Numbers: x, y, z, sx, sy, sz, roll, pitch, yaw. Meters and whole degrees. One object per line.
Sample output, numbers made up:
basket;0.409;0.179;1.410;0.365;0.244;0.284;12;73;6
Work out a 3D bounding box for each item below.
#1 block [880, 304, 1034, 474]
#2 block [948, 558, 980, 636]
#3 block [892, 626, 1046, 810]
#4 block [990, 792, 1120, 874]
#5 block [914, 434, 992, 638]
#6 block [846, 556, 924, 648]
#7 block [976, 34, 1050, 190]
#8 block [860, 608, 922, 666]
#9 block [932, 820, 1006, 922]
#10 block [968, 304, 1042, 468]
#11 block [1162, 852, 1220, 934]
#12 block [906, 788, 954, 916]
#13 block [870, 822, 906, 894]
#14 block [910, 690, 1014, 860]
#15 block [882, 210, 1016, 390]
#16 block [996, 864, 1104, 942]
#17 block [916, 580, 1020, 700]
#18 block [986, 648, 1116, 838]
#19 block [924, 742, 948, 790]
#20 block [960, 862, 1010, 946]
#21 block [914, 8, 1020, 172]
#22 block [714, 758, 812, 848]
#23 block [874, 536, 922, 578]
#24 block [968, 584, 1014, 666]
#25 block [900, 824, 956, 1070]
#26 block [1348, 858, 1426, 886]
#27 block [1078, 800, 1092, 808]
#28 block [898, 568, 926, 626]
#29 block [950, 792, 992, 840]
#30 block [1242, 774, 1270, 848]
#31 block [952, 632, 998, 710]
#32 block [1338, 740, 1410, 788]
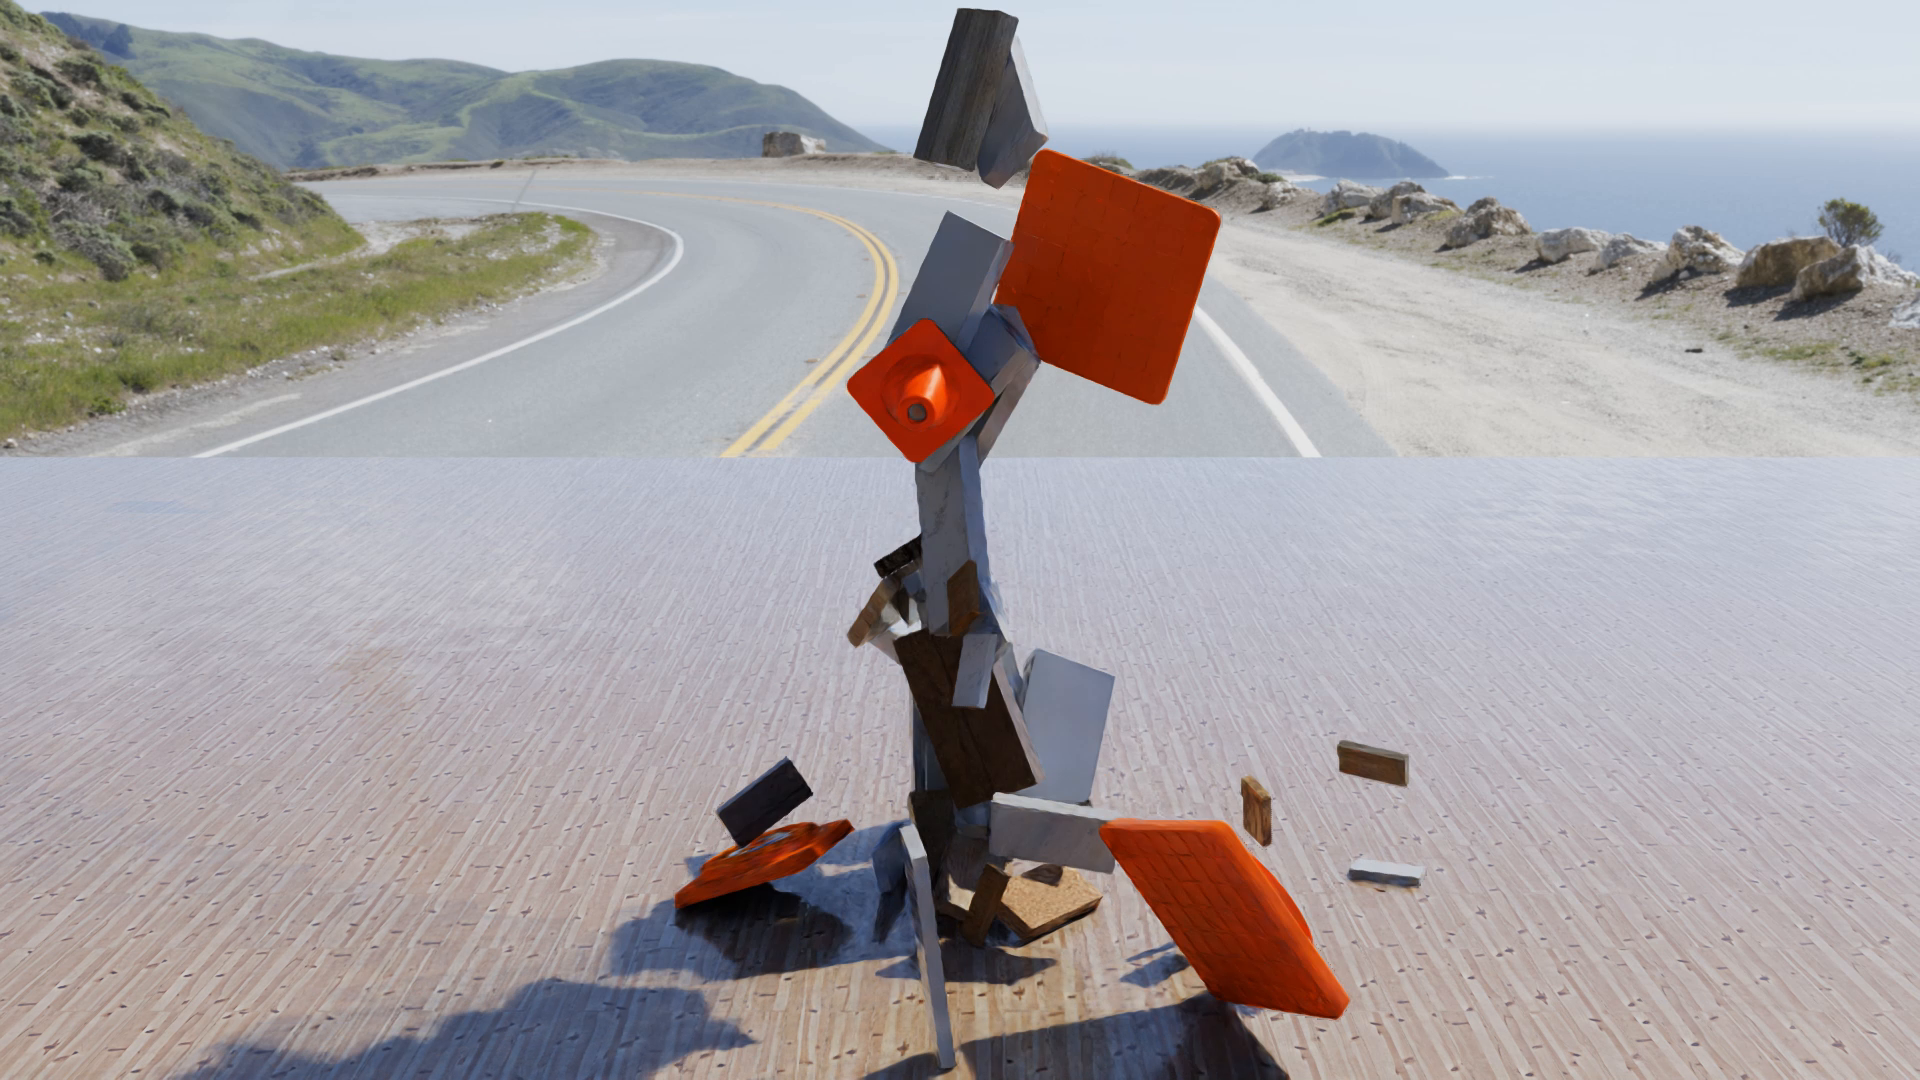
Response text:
block;-0.006;-0.240;3.429;0.036;0.252;0.126;19;27;-49
block;0.005;0.087;3.326;0.016;0.056;0.112;27;36;-24
block;0.014;0.273;3.545;0.147;0.294;0.042;-21;1;23
block;0.147;0.456;3.417;0.198;0.099;0.028;8;29;12
block;-0.011;-0.009;3.459;0.036;0.296;0.126;11;-29;-32
block;-0.116;0.103;3.731;0.106;0.030;0.212;-32;-13;-32
block;0.065;-0.689;3.509;0.035;0.248;0.124;23;-50;-37
block;-0.047;0.172;3.873;0.174;0.049;0.347;-4;11;-18
block;0.018;0.534;3.566;0.099;0.028;0.198;24;38;-3
block;0.042;-0.240;3.511;0.036;0.252;0.126;3;47;-30
block;0.361;0.553;3.444;0.017;0.118;0.059;19;-6;45
block;-0.010;0.513;3.642;0.113;0.032;0.227;-3;47;-15
block;-0.116;0.536;3.722;0.021;0.074;0.148;-10;9;14
block;0.003;0.384;3.820;0.174;0.347;0.049;-2;8;-9
block;-0.019;-0.370;3.396;0.124;0.248;0.035;32;12;36
block;0.134;0.577;3.540;0.099;0.028;0.198;40;30;27
block;0.029;0.228;3.661;0.147;0.294;0.042;-16;4;-40
block;0.152;0.356;3.643;0.147;0.327;0.042;20;-26;-13
block;-0.001;0.460;3.751;0.113;0.227;0.032;0;-12;-9
block;0.038;0.572;3.450;0.017;0.118;0.059;21;2;-24
block;0.009;-0.712;3.474;0.035;0.248;0.124;13;6;-37
block;-0.321;0.430;3.598;0.148;0.074;0.021;-37;17;-15
block;-0.059;0.005;3.680;0.106;0.030;0.212;-31;0;-28
block;0.039;0.127;3.302;0.016;0.056;0.113;13;40;-40
block;-0.042;0.545;2.929;0.021;0.351;0.074;-12;28;-9
block;0.728;0.567;3.748;0.118;0.017;0.059;4;11;22
block;0.168;0.454;3.469;0.107;0.054;0.015;-27;-4;23
block;-0.047;0.082;3.669;0.106;0.030;0.212;-29;-13;-10
block;0.040;0.400;3.676;0.113;0.032;0.227;11;43;-20
block;0.461;0.422;3.422;0.015;0.107;0.054;-23;40;-20
block;0.022;0.195;3.269;0.016;0.112;0.056;21;-16;-40
block;0.628;0.339;3.339;0.107;0.054;0.015;11;41;28
